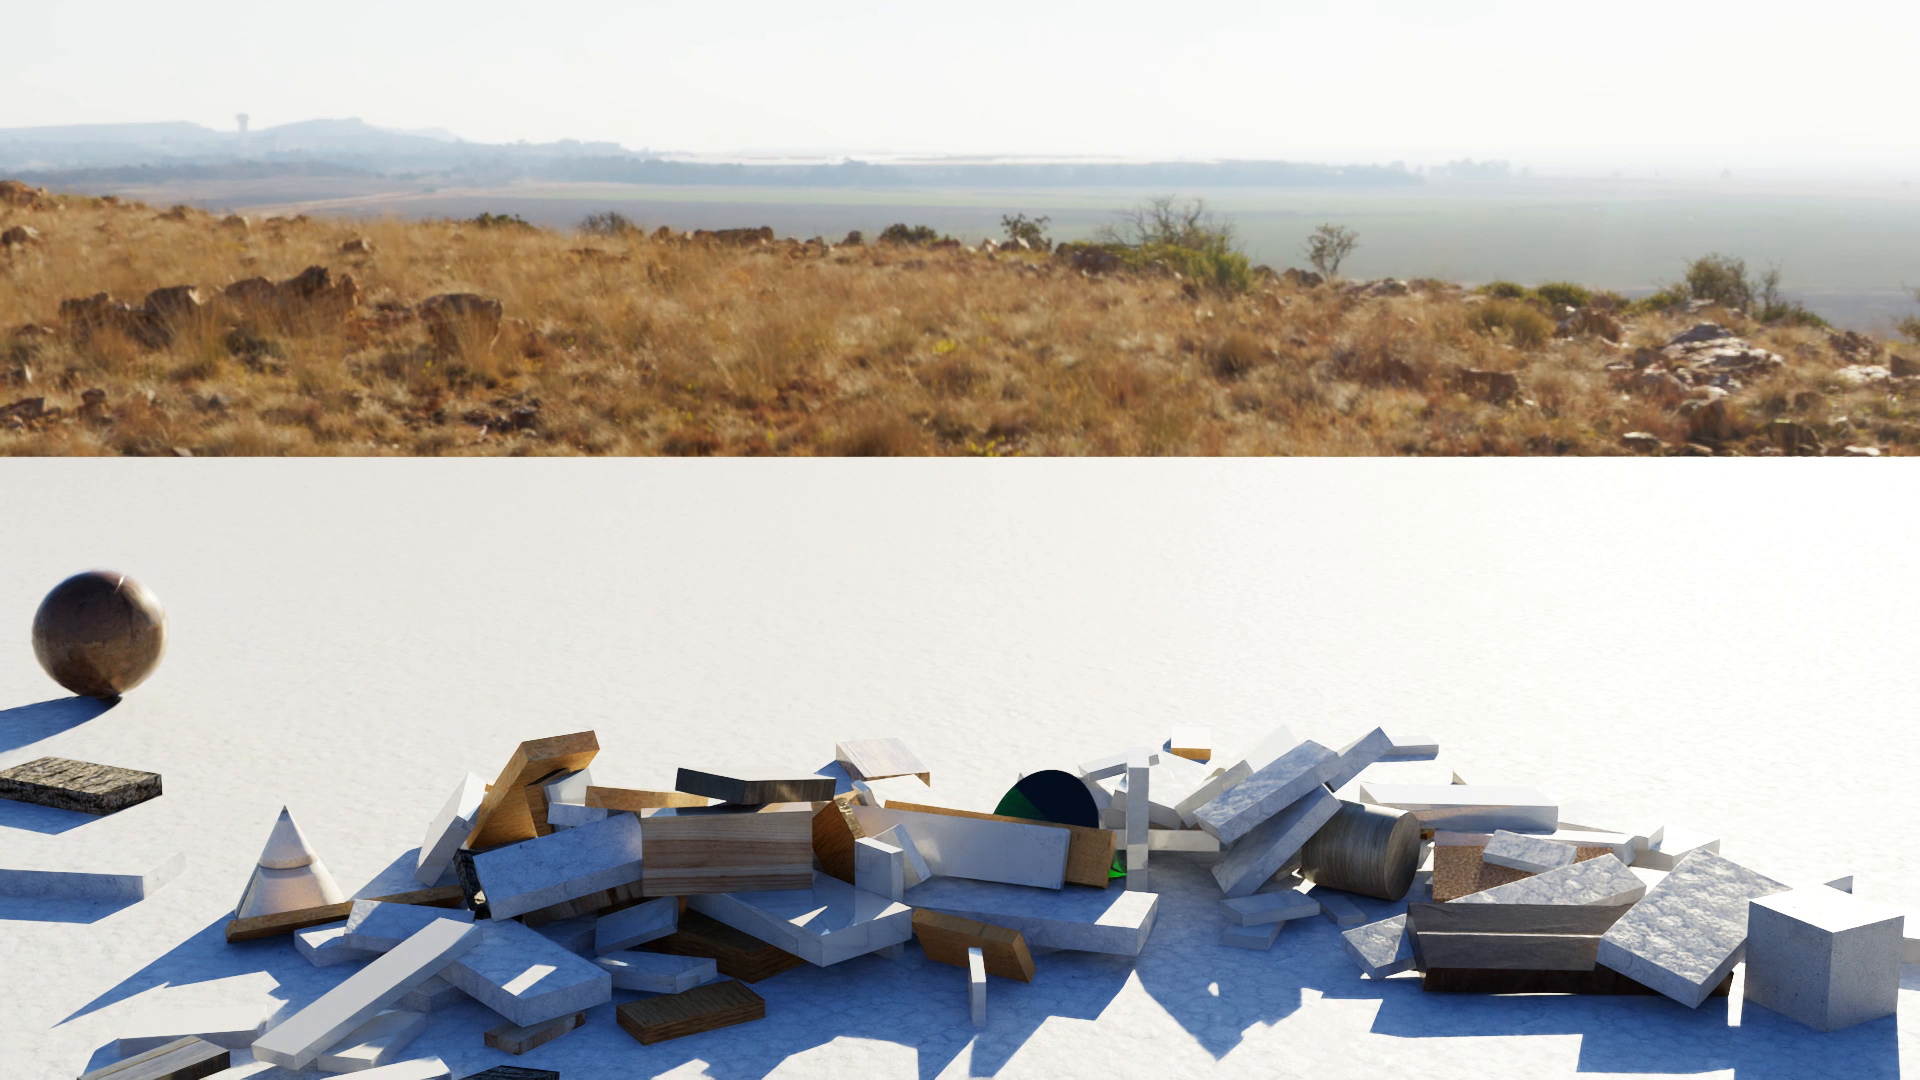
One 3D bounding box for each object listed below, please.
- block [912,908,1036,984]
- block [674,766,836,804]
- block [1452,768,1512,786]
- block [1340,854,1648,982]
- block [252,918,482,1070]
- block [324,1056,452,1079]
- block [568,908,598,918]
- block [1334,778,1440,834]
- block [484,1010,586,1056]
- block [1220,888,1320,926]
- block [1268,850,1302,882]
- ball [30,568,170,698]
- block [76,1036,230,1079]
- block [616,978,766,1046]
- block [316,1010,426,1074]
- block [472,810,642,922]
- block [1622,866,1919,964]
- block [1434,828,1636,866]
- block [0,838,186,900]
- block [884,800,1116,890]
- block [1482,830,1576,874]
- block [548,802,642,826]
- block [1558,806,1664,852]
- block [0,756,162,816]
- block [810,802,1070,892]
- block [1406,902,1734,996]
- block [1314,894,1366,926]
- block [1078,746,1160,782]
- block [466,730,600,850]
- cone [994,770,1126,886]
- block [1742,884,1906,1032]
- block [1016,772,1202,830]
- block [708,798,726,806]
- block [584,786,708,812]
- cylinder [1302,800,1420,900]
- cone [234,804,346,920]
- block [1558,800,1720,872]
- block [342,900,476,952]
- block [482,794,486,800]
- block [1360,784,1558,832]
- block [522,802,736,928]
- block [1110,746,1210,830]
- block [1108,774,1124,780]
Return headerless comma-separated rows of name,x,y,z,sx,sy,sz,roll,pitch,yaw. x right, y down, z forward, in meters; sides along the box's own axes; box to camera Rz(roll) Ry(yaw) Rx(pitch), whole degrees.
block,0.020,0.610,3.312,0.182,0.091,0.026,7,45,32
block,-0.322,0.388,3.492,0.130,0.037,0.259,7,-1,29
block,0.977,0.459,4.084,0.080,0.023,0.160,-1,11,-4
block,0.833,0.582,3.414,0.510,0.025,0.090,-11,31,-22
block,-0.831,0.636,3.108,0.081,0.023,0.375,5,21,29
block,-0.824,0.727,2.881,0.303,0.019,0.066,-6,12,-30
block,-0.541,0.593,3.617,0.235,0.013,0.047,-4,11,-23
block,0.716,0.485,4.020,0.147,0.042,0.293,-7,13,-34
block,-0.598,0.687,3.096,0.066,0.019,0.131,7,13,33
block,0.495,0.588,3.516,0.142,0.020,0.071,-4,11,-23
block,0.554,0.556,3.769,0.097,0.014,0.049,-22,22,-38
ball,-1.924,0.209,4.926,0.290,0.290,0.290,0,11,0
block,-1.057,0.699,2.886,0.085,0.024,0.170,8,13,36
block,-0.385,0.674,3.144,0.189,0.027,0.094,-7,12,-31
block,-0.814,0.694,3.046,0.081,0.023,0.161,2,11,12
block,-0.615,0.506,3.420,0.258,0.037,0.129,-14,31,-18
block,1.450,0.612,3.439,0.943,0.041,0.144,5,12,27
block,0.977,0.519,3.739,0.311,0.042,0.147,1,-1,24
block,-1.875,0.548,3.780,1.080,0.042,0.147,1,11,8
block,0.054,0.492,3.556,0.392,0.091,0.026,5,-21,21
block,0.930,0.513,3.589,0.134,0.019,0.067,10,32,31
block,-0.542,0.463,3.660,0.118,0.033,0.302,1,-7,29
block,1.126,0.504,3.838,0.179,0.025,0.090,7,13,33
block,-1.692,0.469,4.206,0.294,0.042,0.147,5,12,25
block,-0.045,0.490,3.539,0.442,0.095,0.027,4,-14,16
block,0.906,0.611,3.289,0.449,0.044,0.156,1,28,0
block,0.618,0.601,3.573,0.049,0.014,0.097,-2,11,-12
block,0.288,0.407,3.991,0.134,0.019,0.067,-14,9,-11
block,-0.744,0.434,3.800,0.129,0.037,0.368,-7,-26,-33
cone,0.209,0.532,3.682,0.242,0.242,0.242,11,-12,45
block,1.251,0.603,3.189,0.149,0.149,0.149,-6,12,-28
block,0.283,0.475,3.960,0.347,0.036,0.128,7,18,-21
block,-0.491,0.494,3.985,0.387,0.034,0.120,-5,10,6
block,-0.511,0.427,3.607,0.118,0.033,0.236,3,-6,15
cylinder,0.670,0.514,3.671,0.148,0.148,0.148,7,13,34
cone,-1.095,0.515,3.583,0.178,0.178,0.178,0,11,0
block,1.174,0.527,3.894,0.146,0.041,0.292,-9,14,-39
block,-0.851,0.602,3.403,0.185,0.026,0.093,7,24,-7
block,-0.861,0.507,4.046,0.093,0.026,0.196,-6,12,-27
block,0.870,0.467,3.853,0.311,0.044,0.156,1,6,-1
block,-0.502,0.506,3.483,0.387,0.037,0.130,-15,32,0
block,0.365,0.447,3.988,0.128,0.036,0.257,17,17,12
block,0.326,0.475,4.173,0.146,0.041,0.313,8,13,37
